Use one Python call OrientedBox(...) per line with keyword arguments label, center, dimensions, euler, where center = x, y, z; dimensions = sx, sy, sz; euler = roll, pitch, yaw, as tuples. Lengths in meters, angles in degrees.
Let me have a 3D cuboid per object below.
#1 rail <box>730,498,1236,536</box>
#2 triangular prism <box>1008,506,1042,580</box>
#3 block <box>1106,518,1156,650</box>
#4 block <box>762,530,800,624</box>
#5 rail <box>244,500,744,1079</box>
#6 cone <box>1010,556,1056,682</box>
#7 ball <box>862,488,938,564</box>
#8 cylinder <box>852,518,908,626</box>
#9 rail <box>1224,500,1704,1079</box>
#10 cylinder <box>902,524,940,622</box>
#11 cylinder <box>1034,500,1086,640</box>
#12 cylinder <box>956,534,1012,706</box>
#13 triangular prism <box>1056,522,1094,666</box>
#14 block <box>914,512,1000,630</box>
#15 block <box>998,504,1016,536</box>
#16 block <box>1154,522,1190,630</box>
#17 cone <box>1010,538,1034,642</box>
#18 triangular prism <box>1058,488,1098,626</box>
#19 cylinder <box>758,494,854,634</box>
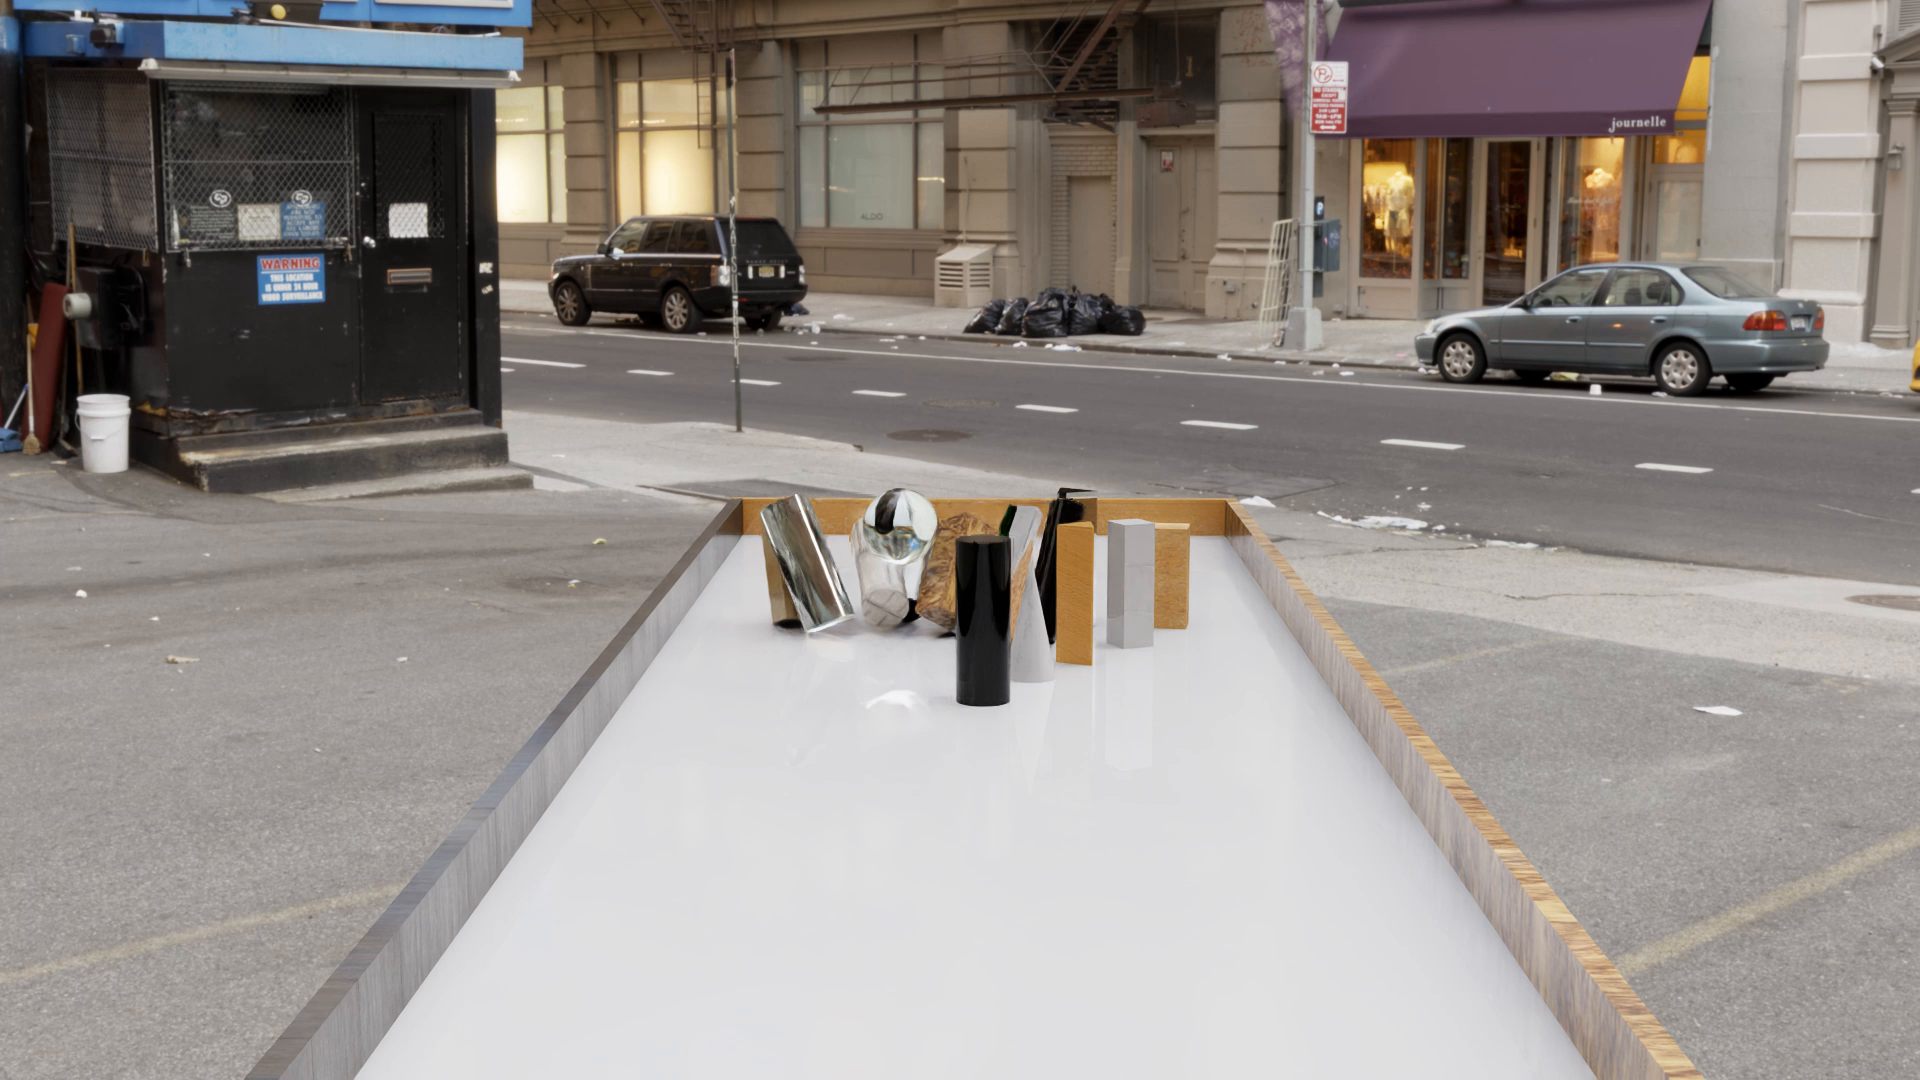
OrientedBox(label="rail", center=(0.099, -0.098, 9.147), dimensions=(2.100, 0.150, 0.050), euler=(0, 9, 1))
OrientedBox(label="triangular prism", center=(0.159, 0.093, 7.069), dimensions=(0.075, 0.418, 0.087), euler=(15, -10, 17))
OrientedBox(label="block", center=(0.536, 0.136, 6.901), dimensions=(0.108, 0.391, 0.108), euler=(-4, 10, -26))
OrientedBox(label="block", center=(-0.552, 0.108, 7.253), dimensions=(0.132, 0.311, 0.132), euler=(-4, -8, -26))
OrientedBox(label="rail", center=(-1.004, 0.839, 3.234), dimensions=(0.050, 0.150, 12.000), euler=(0, 9, 1))
OrientedBox(label="cone", center=(0.207, 0.225, 6.436), dimensions=(0.153, 0.361, 0.153), euler=(0, 9, 0))
OrientedBox(label="ball", center=(-0.193, -0.044, 7.150), dimensions=(0.248, 0.248, 0.248), euler=(0, 9, 0))
OrientedBox(label="cylinder", center=(-0.266, 0.098, 7.273), dimensions=(0.151, 0.151, 0.434), euler=(-1, 34, -8))
OrientedBox(label="rail", center=(1.046, 0.843, 3.208), dimensions=(0.050, 0.150, 12.000), euler=(0, 9, 1))
OrientedBox(label="cylinder", center=(-0.148, 0.094, 7.425), dimensions=(0.107, 0.107, 0.431), euler=(1, 39, 9))
OrientedBox(label="cylinder", center=(0.298, 0.094, 7.004), dimensions=(0.114, 0.433, 0.114), euler=(12, -11, 3))
OrientedBox(label="cylinder", center=(0.065, 0.224, 6.133), dimensions=(0.154, 0.459, 0.154), euler=(0, 9, 0))
OrientedBox(label="triangular prism", center=(0.369, 0.159, 6.661), dimensions=(0.121, 0.421, 0.105), euler=(5, 10, 28))
OrientedBox(label="block", center=(-0.008, 0.103, 7.124), dimensions=(0.145, 0.332, 0.145), euler=(28, -25, -27))
OrientedBox(label="block", center=(0.140, 0.080, 7.226), dimensions=(0.106, 0.375, 0.106), euler=(21, -3, -2))
OrientedBox(label="block", center=(0.685, 0.117, 7.217), dimensions=(0.127, 0.330, 0.127), euler=(2, 9, 10))
OrientedBox(label="cone", center=(0.185, 0.147, 6.939), dimensions=(0.127, 0.336, 0.127), euler=(17, -6, 2))
OrientedBox(label="triangular prism", center=(0.358, 0.057, 7.220), dimensions=(0.142, 0.448, 0.123), euler=(-4, 10, -22))
OrientedBox(label="cylinder", center=(-0.495, 0.076, 7.096), dimensions=(0.171, 0.418, 0.171), euler=(-22, -7, -3))
